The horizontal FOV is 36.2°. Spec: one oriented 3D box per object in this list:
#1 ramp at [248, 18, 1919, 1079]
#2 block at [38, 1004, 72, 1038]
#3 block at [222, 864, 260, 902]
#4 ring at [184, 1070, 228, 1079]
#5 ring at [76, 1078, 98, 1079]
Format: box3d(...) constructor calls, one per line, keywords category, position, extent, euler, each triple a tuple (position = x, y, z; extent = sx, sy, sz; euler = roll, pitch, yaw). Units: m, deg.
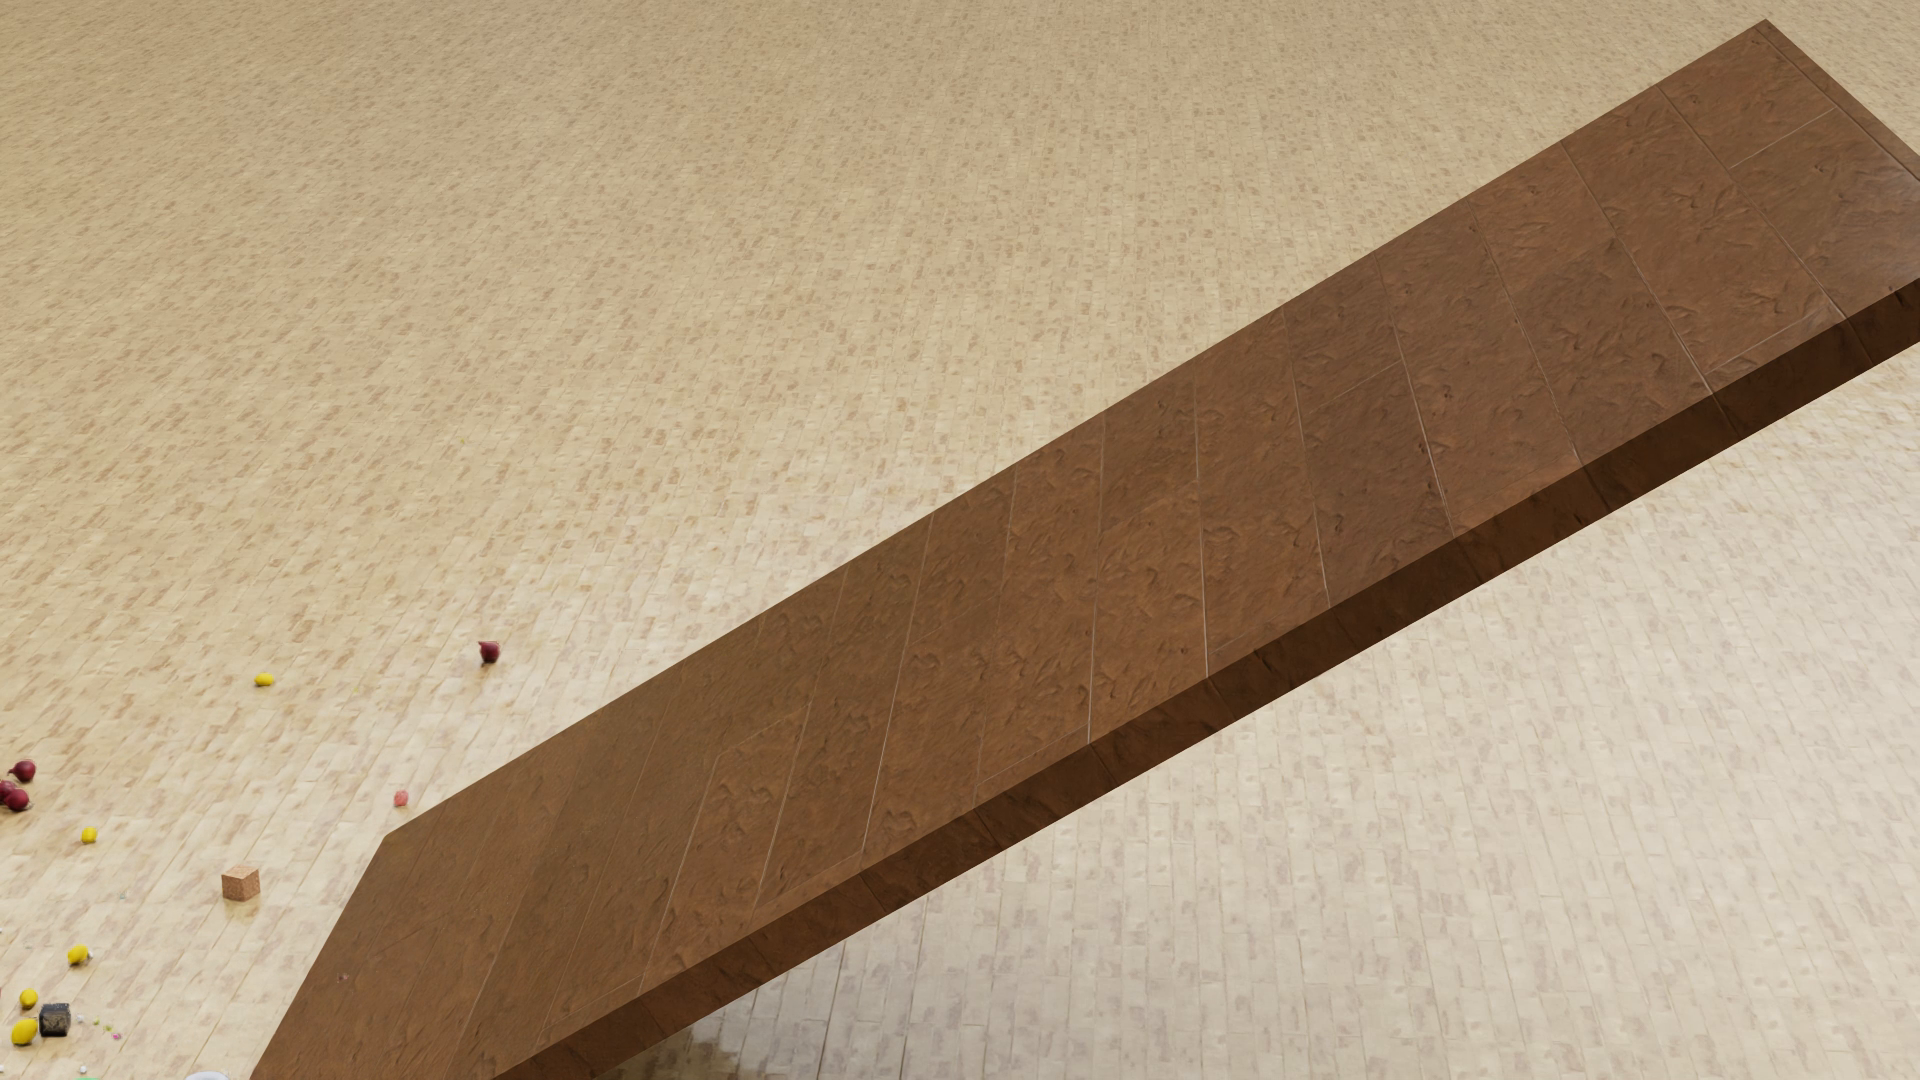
box3d(category="ramp", position=(0.140, 0.170, 6.294), extent=(4.000, 0.100, 2.000), euler=(-30, 15, 14))
box3d(category="block", position=(-2.118, 1.124, 6.885), extent=(0.057, 0.057, 0.057), euler=(-1, 20, -3))
box3d(category="block", position=(-1.844, 0.880, 7.541), extent=(0.067, 0.067, 0.067), euler=(9, 22, 22))
box3d(category="ring", position=(-1.698, 1.234, 6.613), extent=(0.117, 0.039, 0.117), euler=(-1, 21, 0))
box3d(category="ring", position=(-1.964, 1.245, 6.573), extent=(0.133, 0.044, 0.133), euler=(0, 19, 0))
